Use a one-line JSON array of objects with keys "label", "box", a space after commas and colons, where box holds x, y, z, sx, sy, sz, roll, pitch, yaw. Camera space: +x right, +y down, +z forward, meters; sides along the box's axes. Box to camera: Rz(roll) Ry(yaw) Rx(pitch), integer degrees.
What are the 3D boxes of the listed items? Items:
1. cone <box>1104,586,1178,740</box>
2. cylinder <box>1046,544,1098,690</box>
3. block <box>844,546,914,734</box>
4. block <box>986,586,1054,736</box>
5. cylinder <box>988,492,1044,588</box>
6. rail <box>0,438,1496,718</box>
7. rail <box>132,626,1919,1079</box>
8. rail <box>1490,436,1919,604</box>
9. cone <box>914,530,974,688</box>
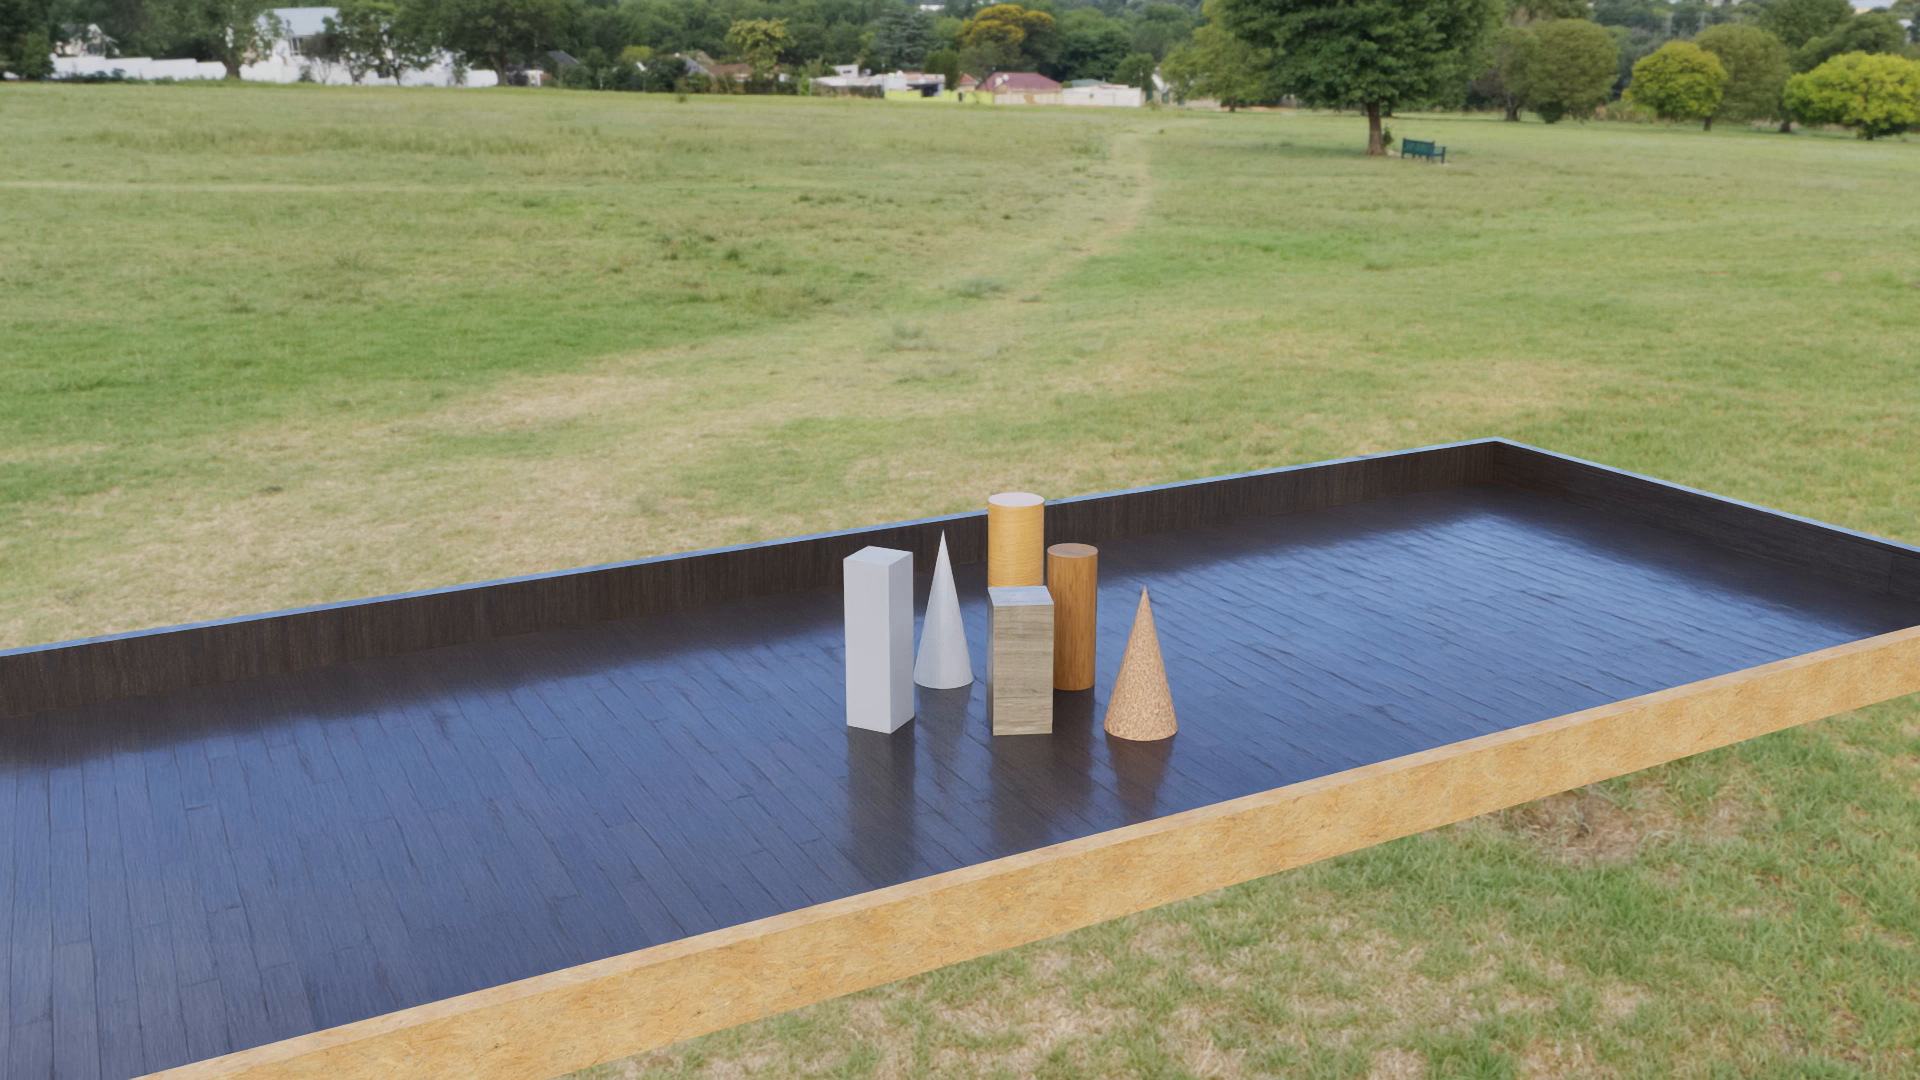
[{"label": "cone", "box": [0.424, 0.269, 3.822, 0.175, 0.348, 0.175, 0, 16, 0]}, {"label": "cylinder", "box": [0.277, 0.190, 4.097, 0.125, 0.344, 0.125, 0, 16, 0]}, {"label": "block", "box": [-0.187, 0.232, 3.842, 0.117, 0.409, 0.117, 8, 18, 25]}, {"label": "block", "box": [0.139, 0.280, 3.844, 0.137, 0.315, 0.137, -2, 16, -5]}, {"label": "cylinder", "box": [0.147, 0.087, 4.351, 0.147, 0.400, 0.147, 0, 16, 0]}, {"label": "rail", "box": [-3.305, 0.497, 3.399, 12.000, 0.150, 0.050, -9, 18, -27]}, {"label": "rail", "box": [-2.336, 1.006, 1.665, 12.000, 0.150, 0.050, -9, 18, -27]}, {"label": "rail", "box": [2.466, -0.048, 5.253, 0.050, 0.150, 2.100, -9, 18, -27]}, {"label": "cone", "box": [-0.042, 0.161, 4.117, 0.155, 0.389, 0.155, 0, 16, 0]}]
